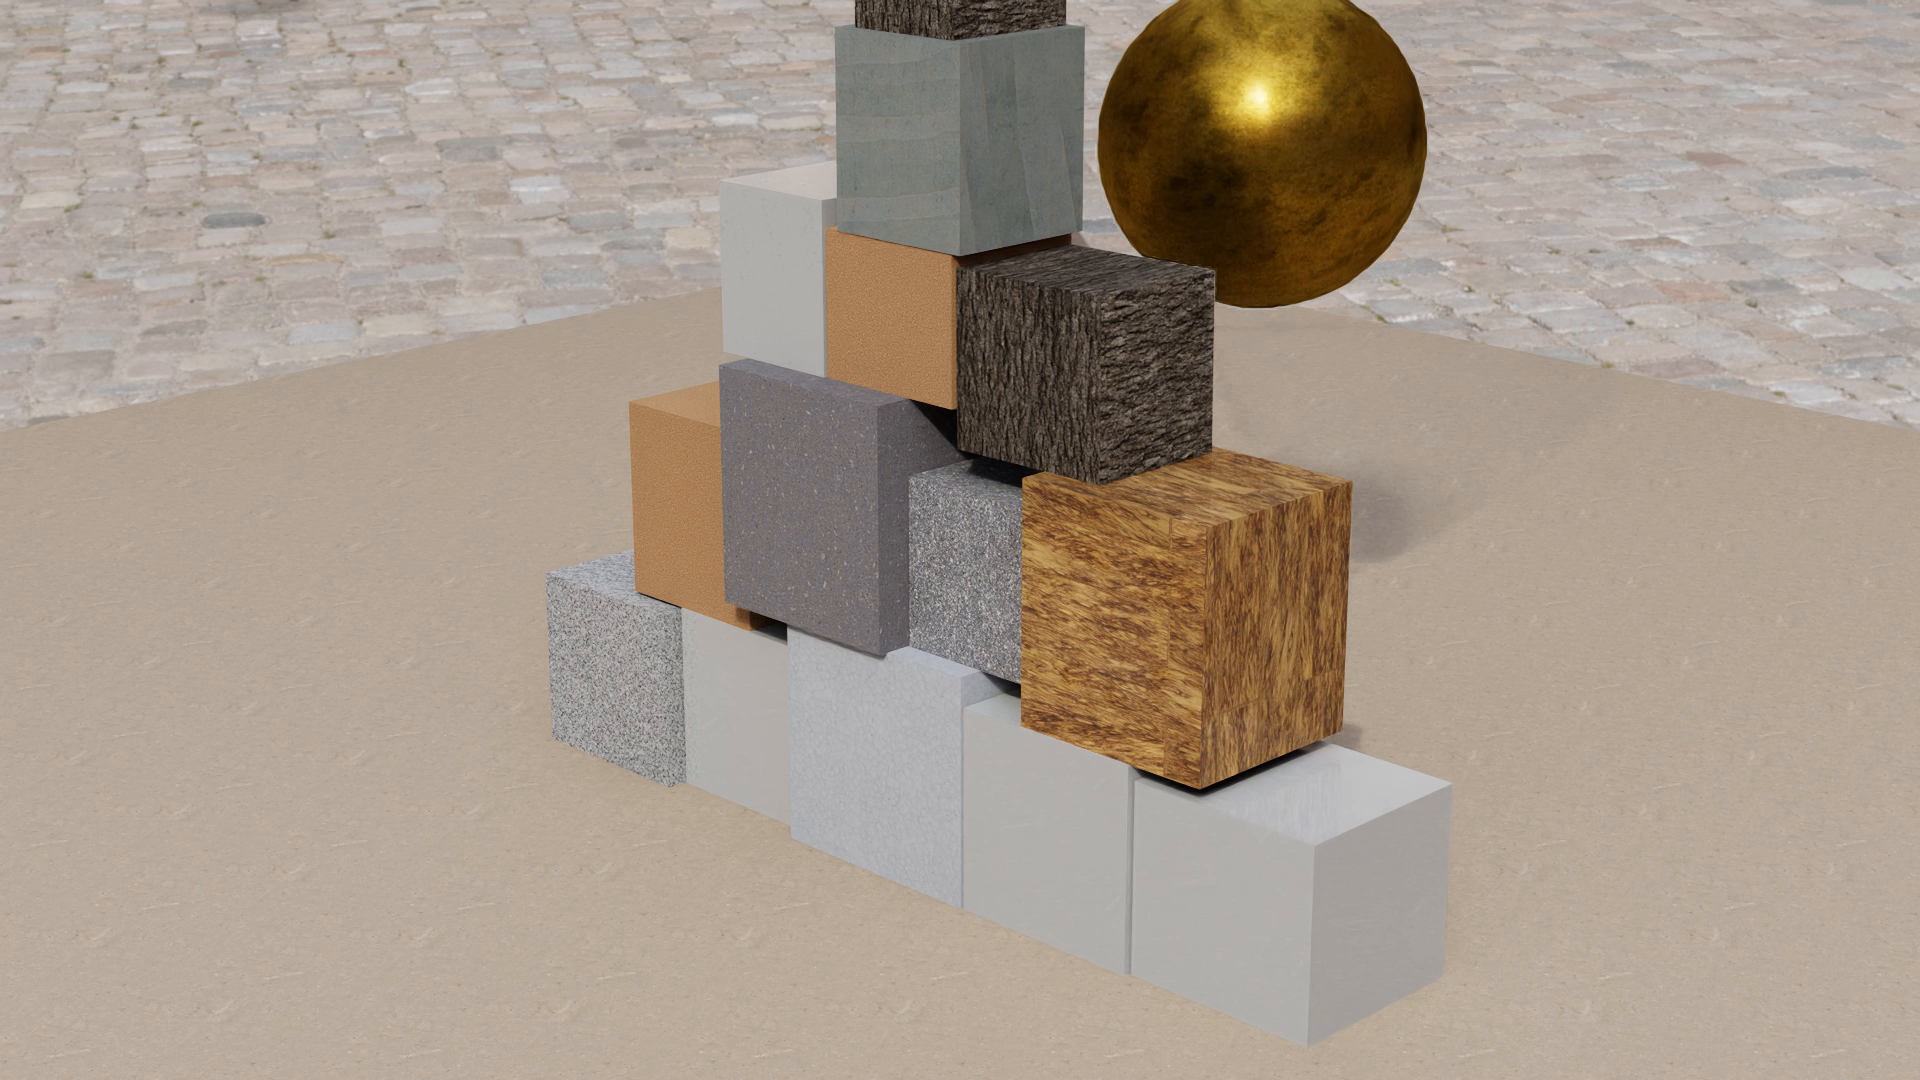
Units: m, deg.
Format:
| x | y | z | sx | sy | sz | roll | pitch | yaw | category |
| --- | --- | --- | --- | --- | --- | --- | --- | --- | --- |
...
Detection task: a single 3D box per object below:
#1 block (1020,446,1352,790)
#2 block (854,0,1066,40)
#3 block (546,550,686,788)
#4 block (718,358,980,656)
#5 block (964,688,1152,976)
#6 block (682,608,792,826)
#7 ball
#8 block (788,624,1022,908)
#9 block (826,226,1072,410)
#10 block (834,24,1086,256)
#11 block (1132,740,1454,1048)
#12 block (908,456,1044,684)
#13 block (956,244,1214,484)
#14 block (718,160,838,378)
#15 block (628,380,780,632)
| x | y | z | sx | sy | sz | roll | pitch | yaw | category |
| --- | --- | --- | --- | --- | --- | --- | --- | --- | --- |
| 0.949 | 0.277 | 12.406 | 0.939 | 1.112 | 1.006 | -17 | 24 | -42 | block |
| 0.003 | -2.532 | 12.549 | 0.688 | 0.663 | 0.600 | -17 | 24 | -42 | block |
| -1.402 | 0.585 | 14.988 | 1.027 | 0.896 | 0.938 | -17 | 24 | -42 | block |
| -0.333 | -0.263 | 13.603 | 1.125 | 1.144 | 1.052 | -17 | 24 | -42 | block |
| 0.704 | 1.189 | 12.961 | 0.983 | 0.960 | 0.963 | -17 | 24 | -42 | block |
| -0.751 | 0.771 | 14.371 | 0.832 | 0.912 | 0.873 | -17 | 24 | -42 | block |
| 1.467 | -1.929 | 14.273 | 1.600 | 1.600 | 1.600 | 0 | 17 | 0 | ball |
| -0.042 | 0.897 | 13.654 | 1.008 | 1.101 | 1.131 | -17 | 24 | -42 | block |
| -0.052 | -1.051 | 13.063 | 0.748 | 0.682 | 0.792 | -17 | 24 | -42 | block |
| -0.001 | -1.788 | 12.779 | 0.764 | 0.894 | 0.763 | -17 | 24 | -42 | block |
| 1.388 | 1.429 | 12.321 | 0.919 | 0.885 | 0.950 | -17 | 24 | -42 | block |
| 0.324 | 0.099 | 13.032 | 0.776 | 0.796 | 0.780 | -17 | 24 | -42 | block |
| 0.533 | -0.767 | 12.551 | 0.714 | 0.797 | 0.836 | -17 | 23 | -42 | block |
| -0.580 | -1.271 | 13.556 | 0.783 | 0.807 | 0.694 | -17 | 24 | -42 | block |
| -1.009 | -0.206 | 14.344 | 0.826 | 0.968 | 0.861 | -17 | 24 | -42 | block |
